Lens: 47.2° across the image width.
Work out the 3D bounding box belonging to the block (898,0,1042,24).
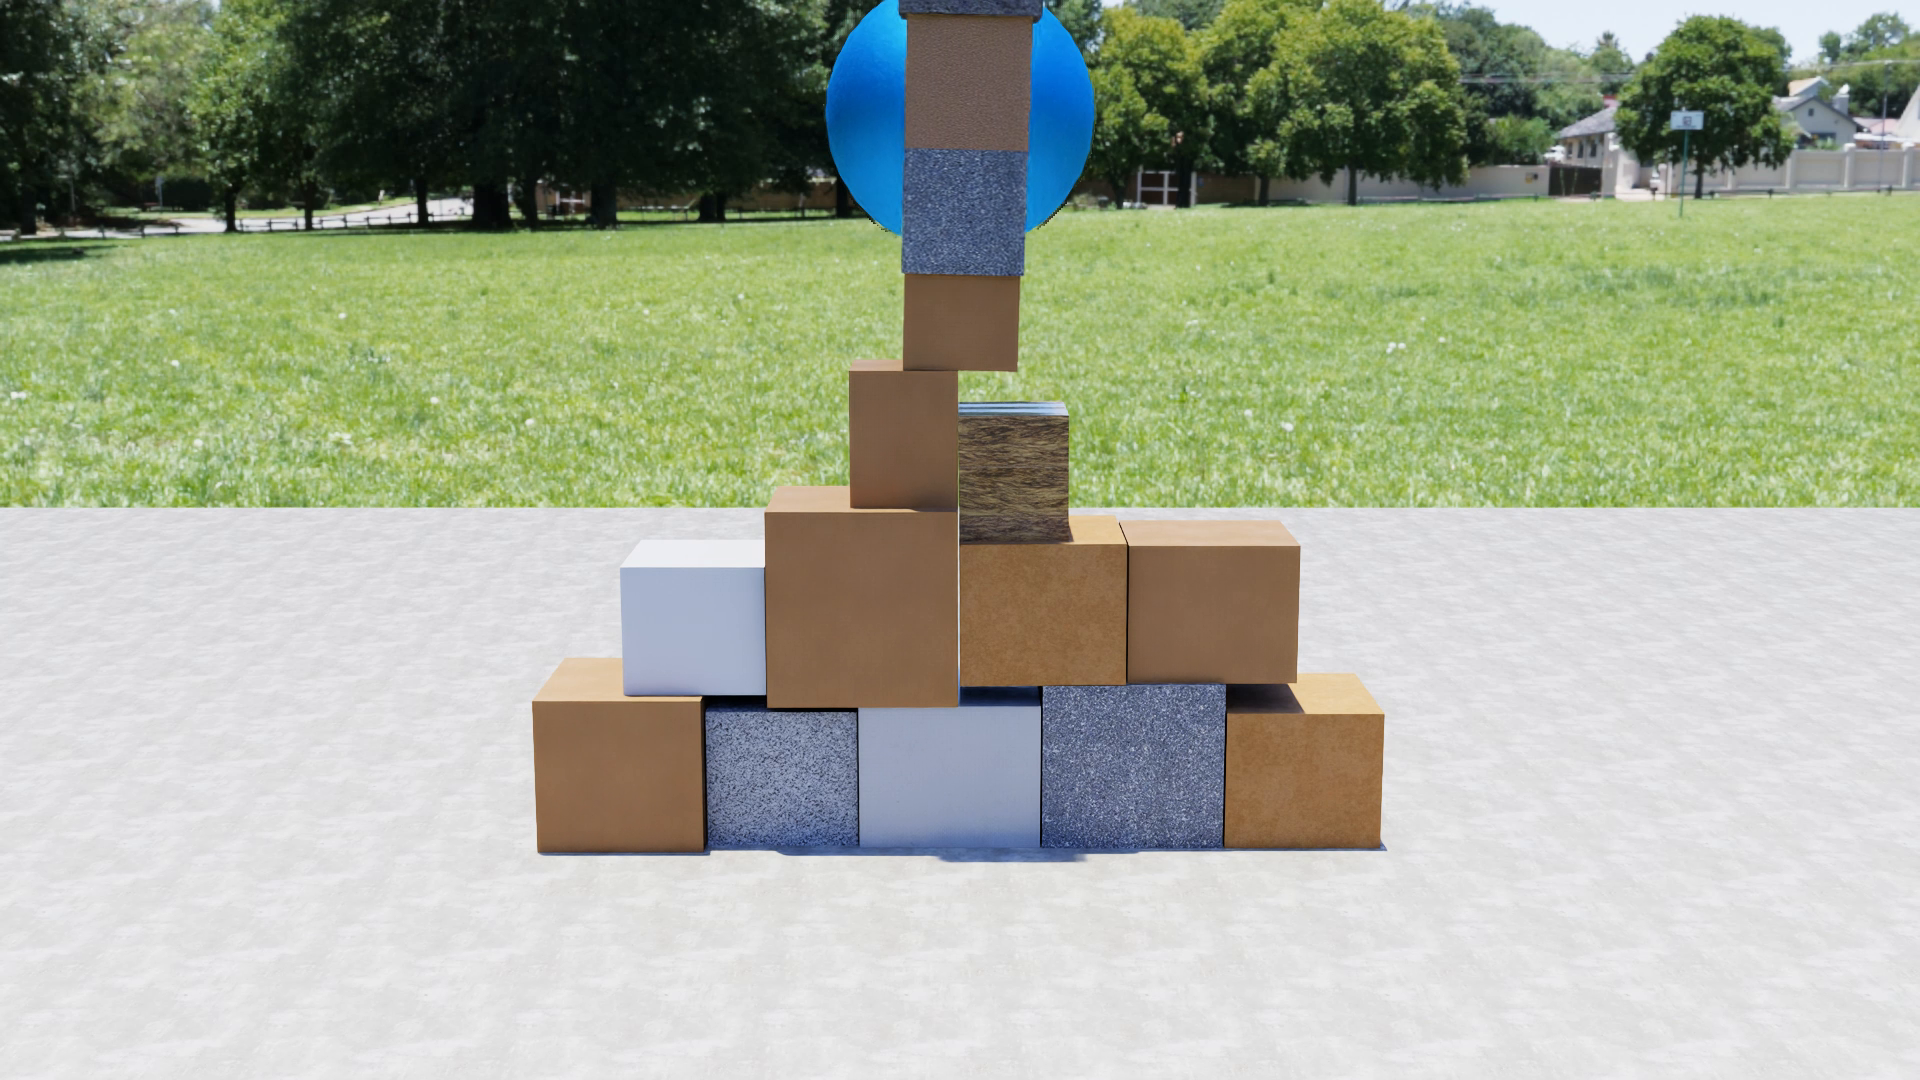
[{"bbox_3d":[0.057,-2.898,10.664,0.683,0.716,0.687,2,10,0],"label":"block"}]

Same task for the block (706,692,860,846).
[{"bbox_3d":[-0.893,1.133,11.400,0.756,0.691,0.748,0,10,0],"label":"block"}]

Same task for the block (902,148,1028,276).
[{"bbox_3d":[0.021,-1.631,10.883,0.595,0.597,0.595,2,10,0],"label":"block"}]

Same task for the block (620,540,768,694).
[{"bbox_3d":[-1.321,0.385,11.267,0.712,0.650,0.750,0,10,0],"label":"block"}]

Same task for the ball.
[{"bbox_3d":[0.000,-2.521,13.055,1.600,1.600,1.600,0,10,0],"label":"ball"}]

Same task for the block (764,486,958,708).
[{"bbox_3d":[-0.483,0.273,11.224,0.945,0.982,0.833,0,10,0],"label":"block"}]

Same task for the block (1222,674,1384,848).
[{"bbox_3d":[1.719,1.131,11.397,0.783,0.698,0.845,0,10,0],"label":"block"}]

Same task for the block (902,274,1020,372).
[{"bbox_3d":[0.007,-1.109,10.987,0.563,0.467,0.568,2,10,0],"label":"block"}]

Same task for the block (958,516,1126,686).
[{"bbox_3d":[0.409,0.297,11.252,0.823,0.712,0.844,0,10,0],"label":"block"}]

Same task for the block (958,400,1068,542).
[{"bbox_3d":[0.264,-0.355,11.106,0.542,0.624,0.593,0,10,0],"label":"block"}]

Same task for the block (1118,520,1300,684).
[{"bbox_3d":[1.255,0.305,11.244,0.844,0.697,0.736,0,10,0],"label":"block"}]

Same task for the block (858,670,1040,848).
[{"bbox_3d":[-0.051,1.117,11.374,0.906,0.732,0.788,0,10,0],"label":"block"}]

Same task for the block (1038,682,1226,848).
[{"bbox_3d":[0.865,1.066,11.359,0.906,0.839,0.788,0,10,0],"label":"block"}]

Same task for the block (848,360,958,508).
[{"bbox_3d":[-0.276,-0.543,11.072,0.534,0.678,0.571,0,10,0],"label":"block"}]

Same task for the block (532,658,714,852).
[{"bbox_3d":[-1.695,1.095,11.361,0.829,0.780,0.923,0,10,0],"label":"block"}]

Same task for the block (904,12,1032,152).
[{"bbox_3d":[0.038,-2.238,10.793,0.598,0.630,0.641,2,10,0],"label":"block"}]
